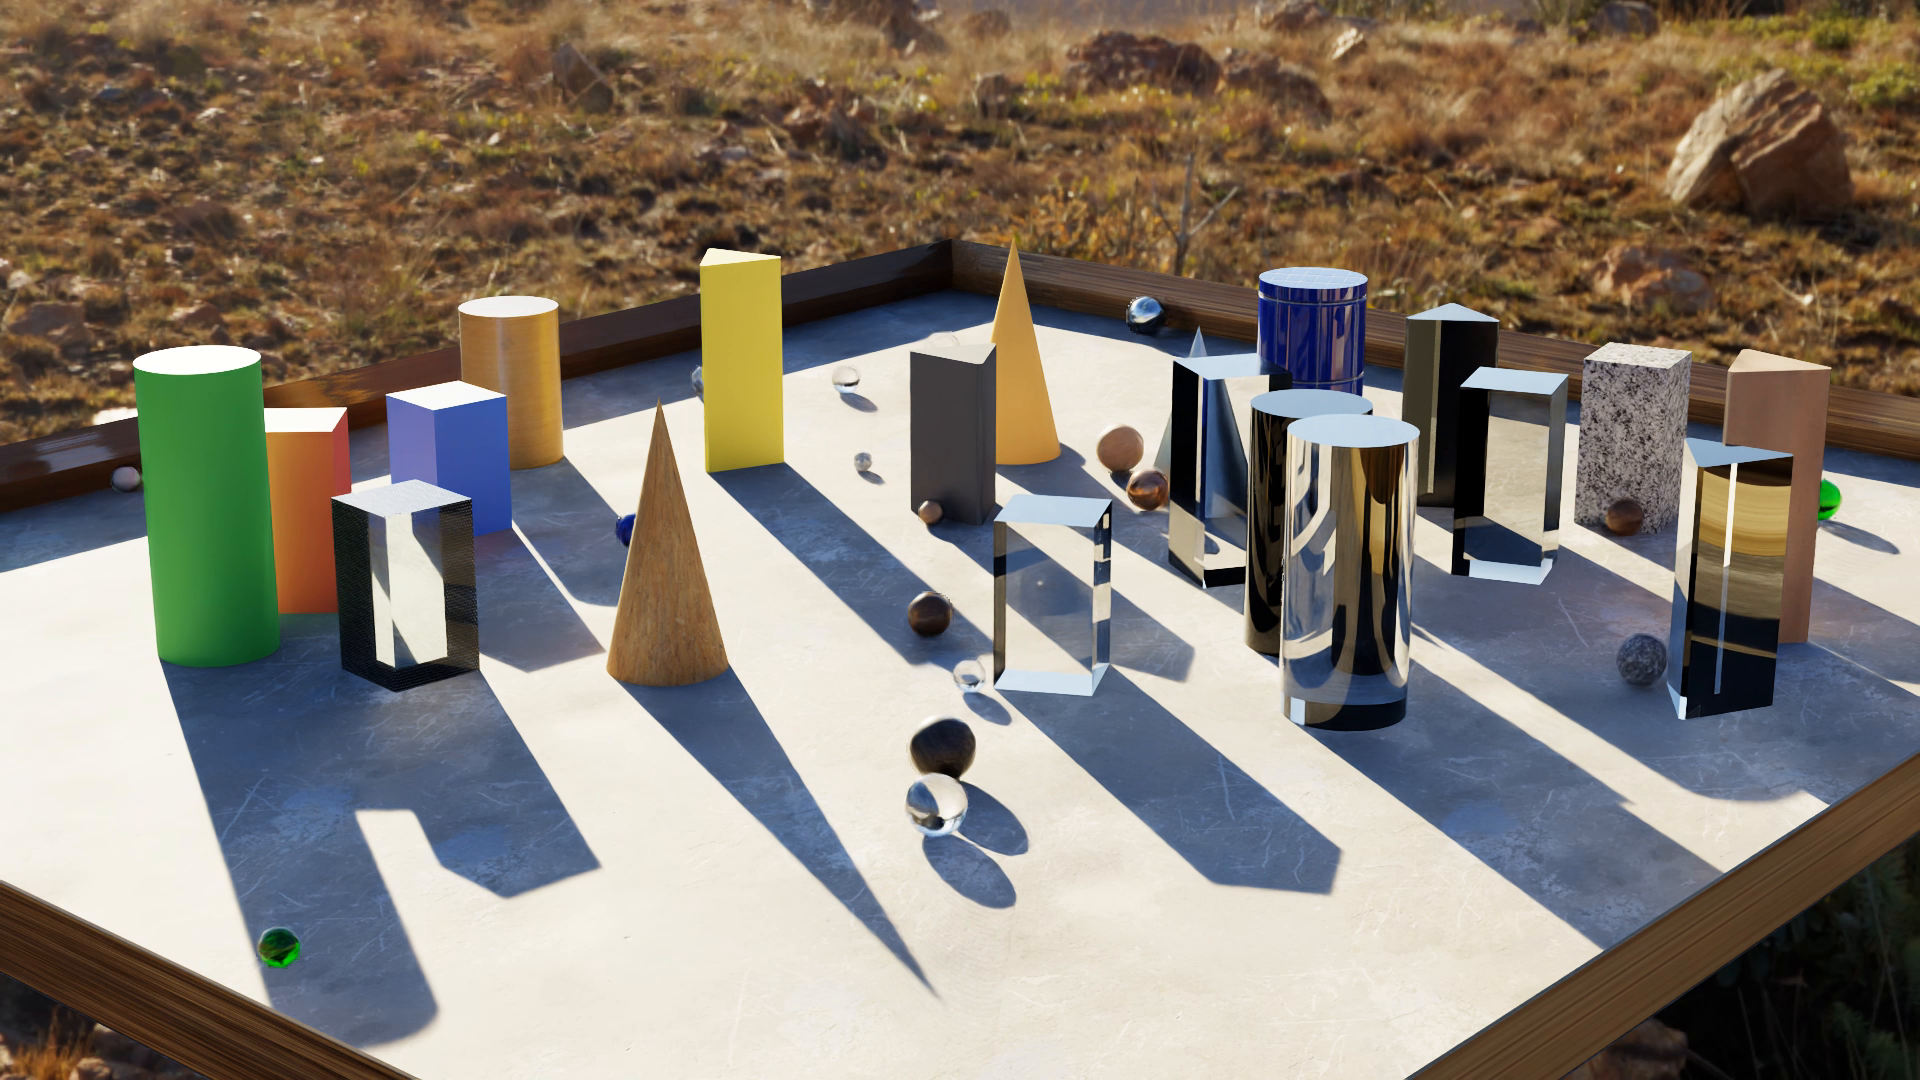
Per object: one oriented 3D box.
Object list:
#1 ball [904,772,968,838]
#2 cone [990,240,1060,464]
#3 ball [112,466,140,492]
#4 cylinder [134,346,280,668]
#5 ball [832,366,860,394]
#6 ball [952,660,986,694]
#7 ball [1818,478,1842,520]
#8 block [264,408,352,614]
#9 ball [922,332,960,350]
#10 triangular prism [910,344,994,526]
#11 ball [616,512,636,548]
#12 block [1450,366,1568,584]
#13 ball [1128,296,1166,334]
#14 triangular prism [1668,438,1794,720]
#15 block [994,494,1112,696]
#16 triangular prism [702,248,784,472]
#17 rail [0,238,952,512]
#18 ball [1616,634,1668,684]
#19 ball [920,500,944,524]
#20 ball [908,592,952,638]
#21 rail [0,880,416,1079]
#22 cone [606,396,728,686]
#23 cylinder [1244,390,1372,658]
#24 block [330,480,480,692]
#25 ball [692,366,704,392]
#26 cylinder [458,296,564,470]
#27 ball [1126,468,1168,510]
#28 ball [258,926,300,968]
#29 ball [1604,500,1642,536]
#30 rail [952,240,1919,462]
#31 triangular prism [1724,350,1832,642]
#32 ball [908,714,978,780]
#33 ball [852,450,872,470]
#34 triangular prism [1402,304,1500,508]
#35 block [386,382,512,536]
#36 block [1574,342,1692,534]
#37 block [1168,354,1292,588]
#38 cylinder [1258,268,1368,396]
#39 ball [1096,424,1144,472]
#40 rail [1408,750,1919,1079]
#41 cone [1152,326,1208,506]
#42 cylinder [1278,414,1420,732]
[{"bbox_3d":[-0.034,0.368,4.078,0.089,0.089,0.089,0,17,0],"label":"ball"},{"bbox_3d":[0.109,-0.399,5.994,0.200,0.454,0.200,0,17,0],"label":"cone"},{"bbox_3d":[-1.639,-0.120,5.763,0.053,0.053,0.053,0,17,0],"label":"ball"},{"bbox_3d":[-1.229,-0.056,4.793,0.200,0.490,0.200,0,17,0],"label":"cylinder"},{"bbox_3d":[-0.255,-0.357,6.535,0.062,0.062,0.062,0,17,0],"label":"ball"},{"bbox_3d":[0.015,0.216,4.645,0.054,0.054,0.054,0,17,0],"label":"ball"},{"bbox_3d":[1.635,-0.077,5.576,0.079,0.079,0.079,0,17,0],"label":"ball"},{"bbox_3d":[-1.143,-0.052,5.068,0.160,0.322,0.160,-1,17,-2],"label":"block"},{"bbox_3d":[-0.042,-0.435,6.748,0.088,0.088,0.088,0,17,0],"label":"ball"},{"bbox_3d":[0.019,-0.210,5.607,0.173,0.314,0.150,13,21,38],"label":"triangular prism"},{"bbox_3d":[-0.596,-0.016,5.390,0.069,0.069,0.069,0,17,0],"label":"ball"},{"bbox_3d":[0.983,-0.117,5.243,0.160,0.347,0.160,7,18,21],"label":"block"},{"bbox_3d":[0.453,-0.543,7.099,0.092,0.092,0.092,0,17,0],"label":"ball"},{"bbox_3d":[1.166,0.054,4.575,0.173,0.405,0.150,-7,18,-22],"label":"triangular prism"},{"bbox_3d":[0.148,0.086,4.689,0.160,0.278,0.160,4,17,12],"label":"block"},{"bbox_3d":[-0.470,-0.370,5.949,0.173,0.423,0.150,-9,19,-28],"label":"triangular prism"},{"bbox_3d":[-1.284,-0.289,6.187,0.045,0.130,3.903,14,22,39],"label":"rail"},{"bbox_3d":[1.089,0.191,4.684,0.080,0.080,0.080,0,17,0],"label":"ball"},{"bbox_3d":[-0.054,-0.052,5.549,0.045,0.045,0.045,0,17,0],"label":"ball"},{"bbox_3d":[-0.051,0.126,4.909,0.075,0.075,0.075,0,17,0],"label":"ball"},{"bbox_3d":[-1.264,0.452,3.726,3.449,0.130,0.045,14,22,39],"label":"rail"},{"bbox_3d":[-0.477,-0.012,4.711,0.200,0.453,0.200,0,17,0],"label":"cone"},{"bbox_3d":[0.573,-0.027,4.838,0.200,0.408,0.200,0,17,0],"label":"cylinder"},{"bbox_3d":[-0.891,0.072,4.717,0.160,0.289,0.160,-15,23,-41],"label":"block"},{"bbox_3d":[-0.569,-0.359,6.545,0.060,0.060,0.060,0,17,0],"label":"ball"},{"bbox_3d":[-0.913,-0.321,5.972,0.200,0.317,0.200,0,17,0],"label":"cylinder"},{"bbox_3d":[0.361,-0.097,5.637,0.081,0.081,0.081,0,17,0],"label":"ball"},{"bbox_3d":[-0.854,0.509,3.674,0.052,0.052,0.052,0,17,0],"label":"ball"},{"bbox_3d":[1.239,-0.042,5.477,0.068,0.068,0.068,0,17,0],"label":"ball"},{"bbox_3d":[1.264,-0.387,6.513,3.449,0.130,0.045,14,22,39],"label":"rail"},{"bbox_3d":[1.320,-0.073,4.888,0.173,0.467,0.150,-2,17,-7],"label":"triangular prism"},{"bbox_3d":[-0.025,0.303,4.276,0.100,0.100,0.100,0,17,0],"label":"ball"},{"bbox_3d":[-0.196,-0.160,5.917,0.040,0.040,0.040,0,17,0],"label":"ball"},{"bbox_3d":[0.947,-0.262,5.686,0.173,0.370,0.150,2,17,8],"label":"triangular prism"},{"bbox_3d":[-0.957,-0.147,5.499,0.160,0.257,0.160,-15,22,-41],"label":"block"},{"bbox_3d":[1.273,-0.194,5.549,0.160,0.318,0.160,9,19,28],"label":"block"},{"bbox_3d":[0.479,-0.125,5.216,0.160,0.378,0.160,-6,18,-18],"label":"block"},{"bbox_3d":[0.655,-0.260,5.500,0.200,0.472,0.200,0,17,0],"label":"cylinder"},{"bbox_3d":[0.322,-0.186,5.903,0.099,0.099,0.099,0,17,0],"label":"ball"},{"bbox_3d":[1.284,0.354,4.052,0.045,0.130,3.903,14,22,39],"label":"rail"},{"bbox_3d":[0.461,-0.251,5.700,0.200,0.340,0.200,0,17,0],"label":"cone"},{"bbox_3d":[0.597,0.049,4.514,0.200,0.450,0.200,0,17,0],"label":"cylinder"}]
